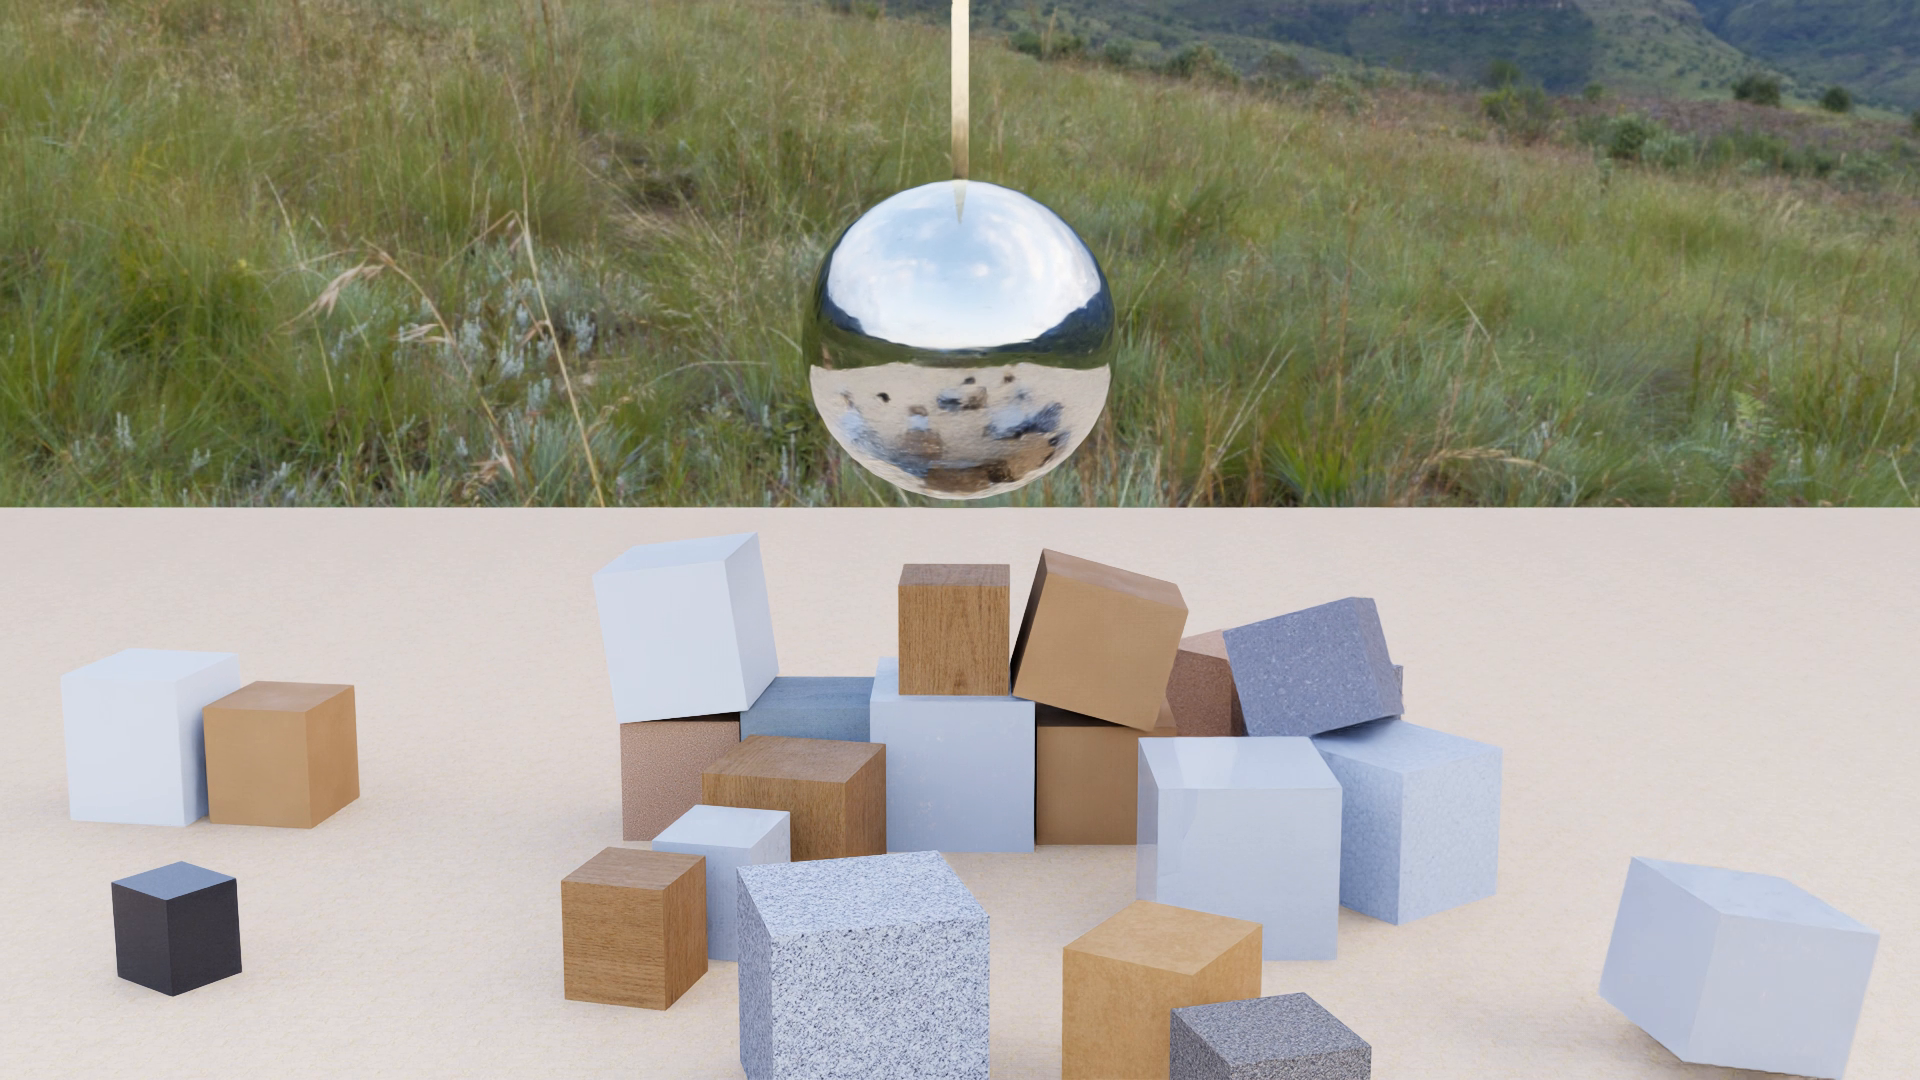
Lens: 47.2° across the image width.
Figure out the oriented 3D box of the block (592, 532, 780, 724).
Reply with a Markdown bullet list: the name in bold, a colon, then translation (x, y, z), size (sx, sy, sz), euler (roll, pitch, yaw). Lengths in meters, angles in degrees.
- **block**: translation (-1.389, 0.438, 11.267), size (0.676, 0.764, 0.757), euler (-6, 10, 9)

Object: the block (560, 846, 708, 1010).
- **block**: translation (-1.358, 1.620, 9.213), size (0.451, 0.516, 0.456), euler (3, 11, 15)

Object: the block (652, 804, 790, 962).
- **block**: translation (-1.051, 1.518, 9.768), size (0.449, 0.518, 0.537), euler (3, 11, 14)

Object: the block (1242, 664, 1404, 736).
- **block**: translation (2.000, 1.021, 12.144), size (0.612, 0.647, 0.656), euler (9, 13, 40)

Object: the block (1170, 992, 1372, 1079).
- **block**: translation (1.052, 1.919, 7.530), size (0.513, 0.530, 0.499), euler (-3, 11, -17)

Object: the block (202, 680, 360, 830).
- **block**: translation (-3.578, 1.127, 11.625), size (0.564, 0.624, 0.579), euler (2, 10, 10)

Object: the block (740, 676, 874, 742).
- **block**: translation (-0.770, 1.130, 11.373), size (0.651, 0.707, 0.662), euler (0, 10, 0)

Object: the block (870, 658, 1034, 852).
- **block**: translation (-0.032, 1.094, 11.377), size (0.813, 0.776, 0.941), euler (0, 10, 1)

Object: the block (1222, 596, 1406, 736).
- **block**: translation (1.725, 0.647, 10.693), size (0.645, 0.581, 0.623), euler (-17, -8, 19)

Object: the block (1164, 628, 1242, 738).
- **block**: translation (1.549, 0.915, 12.725), size (0.629, 0.647, 0.548), euler (-10, 14, -43)

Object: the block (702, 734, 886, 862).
- **block**: translation (-0.781, 1.336, 10.517), size (0.696, 0.609, 0.687), euler (3, 11, 14)

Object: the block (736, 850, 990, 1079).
- **block**: translation (-0.372, 1.676, 8.166), size (0.787, 0.781, 0.767), euler (-3, 11, -15)

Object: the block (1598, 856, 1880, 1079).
- **block**: translation (2.999, 1.648, 8.519), size (0.679, 0.582, 0.664), euler (10, 8, -14)

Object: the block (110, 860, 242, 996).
- **block**: translation (-3.325, 1.645, 9.339), size (0.386, 0.421, 0.342), euler (7, 13, 35)

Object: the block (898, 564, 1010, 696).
- **block**: translation (-0.024, 0.449, 11.200), size (0.551, 0.557, 0.577), euler (0, 10, 2)

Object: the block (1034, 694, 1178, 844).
- **block**: translation (0.736, 1.174, 11.391), size (0.700, 0.615, 0.701), euler (0, 10, 0)

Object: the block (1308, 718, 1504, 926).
- **block**: translation (2.041, 1.309, 10.366), size (0.693, 0.716, 0.699), euler (-8, 13, -37)

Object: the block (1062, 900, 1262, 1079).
- **block**: translation (0.756, 1.761, 8.187), size (0.521, 0.606, 0.610), euler (6, 12, 31)

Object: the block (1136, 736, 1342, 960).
- **block**: translation (1.231, 1.369, 9.862), size (0.788, 0.778, 0.817), euler (0, 10, -1)

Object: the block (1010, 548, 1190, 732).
- **block**: translation (0.691, 0.496, 11.135), size (0.720, 0.639, 0.661), euler (15, 10, -3)

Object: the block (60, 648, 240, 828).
- **block**: translation (-4.273, 1.038, 11.688), size (0.648, 0.775, 0.644), euler (2, 10, 11)

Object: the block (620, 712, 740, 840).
- **block**: translation (-1.407, 1.167, 11.404), size (0.600, 0.624, 0.604), euler (0, 10, 1)

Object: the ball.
- **ball**: translation (0.000, -1.003, 11.049), size (1.600, 1.600, 1.600), euler (0, 10, 0)

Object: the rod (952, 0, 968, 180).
- **rod**: translation (0.000, -4.343, 10.413), size (0.080, 5.200, 0.080), euler (0, 11, 0)
